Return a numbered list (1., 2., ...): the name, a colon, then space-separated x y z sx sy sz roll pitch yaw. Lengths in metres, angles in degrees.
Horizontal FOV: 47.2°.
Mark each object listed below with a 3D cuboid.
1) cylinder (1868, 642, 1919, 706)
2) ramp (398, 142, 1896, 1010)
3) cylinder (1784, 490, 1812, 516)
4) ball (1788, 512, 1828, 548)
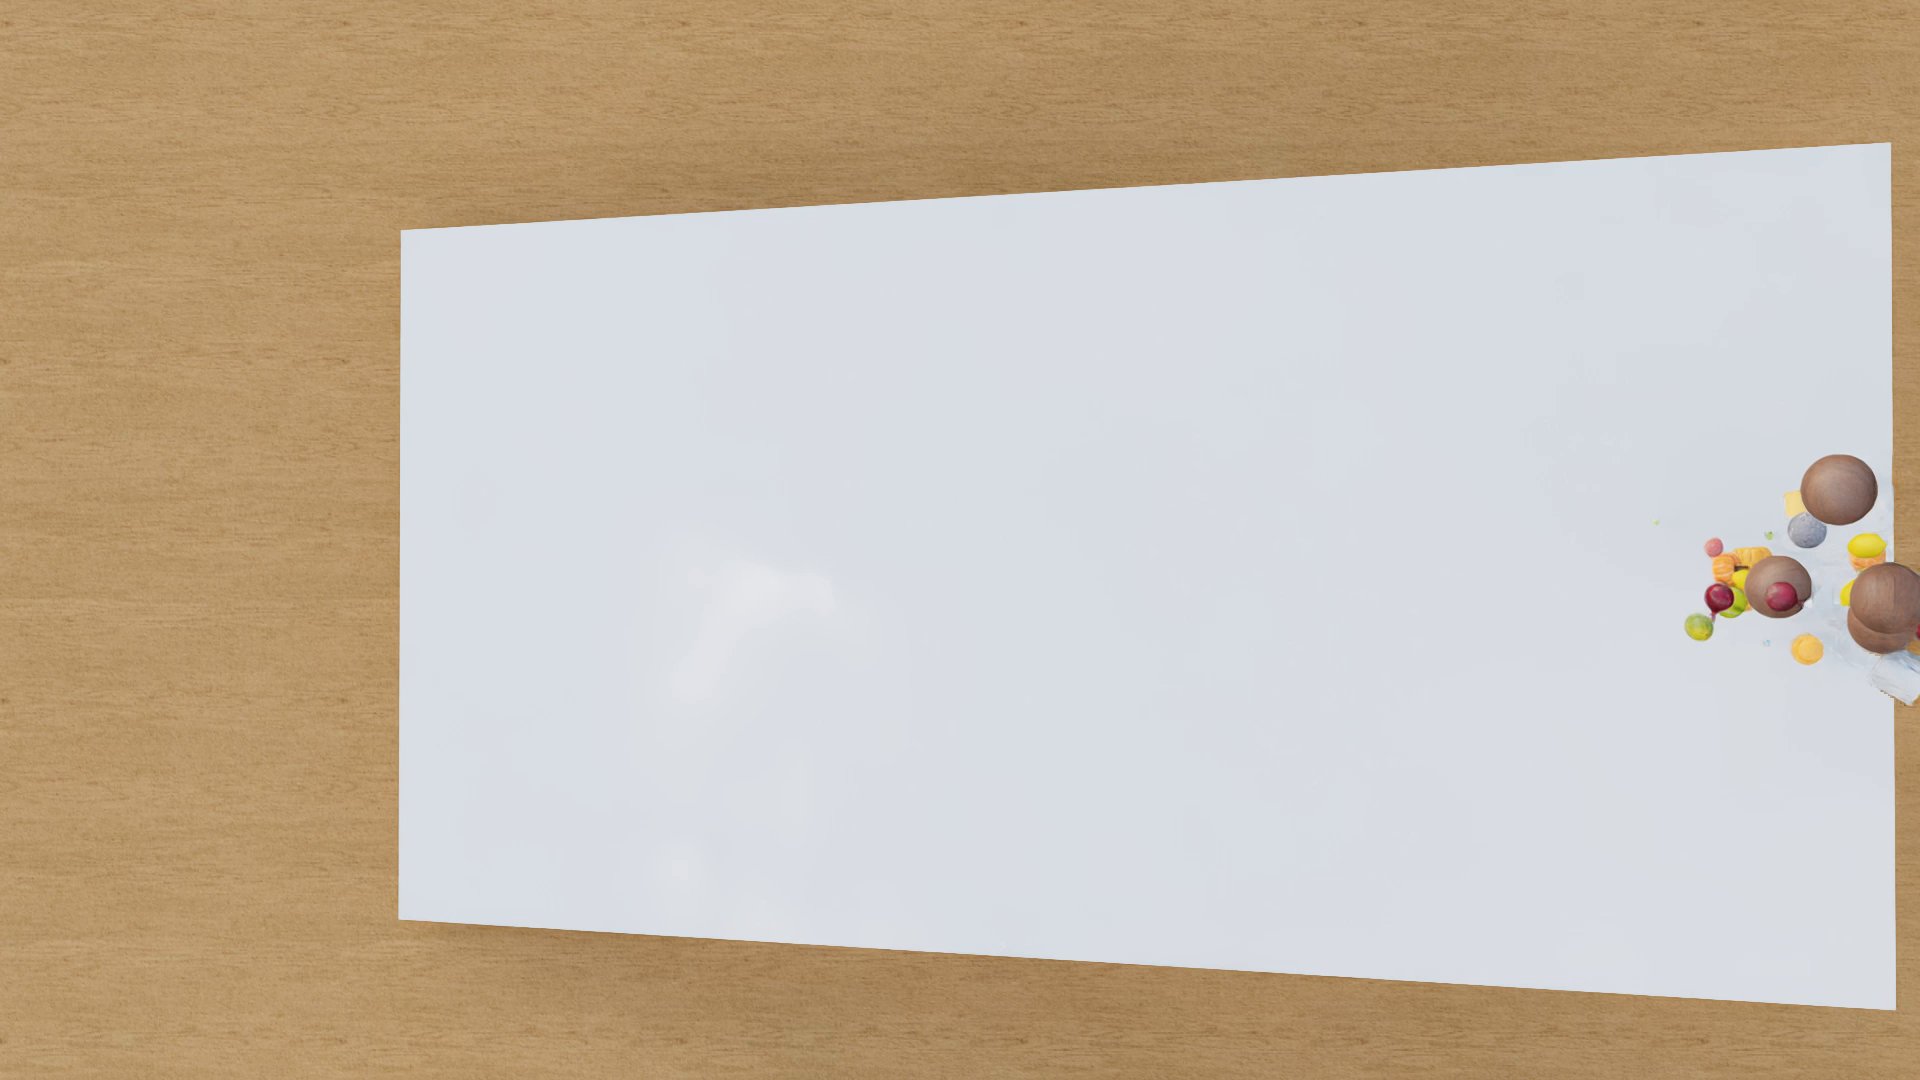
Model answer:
1. cylinder: 1.838 0.261 4.290 0.090 0.090 0.090 34 89 20
2. ramp: 0.279 0.091 5.774 4.000 0.100 2.000 0 89 19
3. cylinder: 1.892 -0.082 4.965 0.052 0.052 0.052 -8 95 0
4. ball: 1.850 -0.021 4.799 0.081 0.081 0.081 0 89 0
